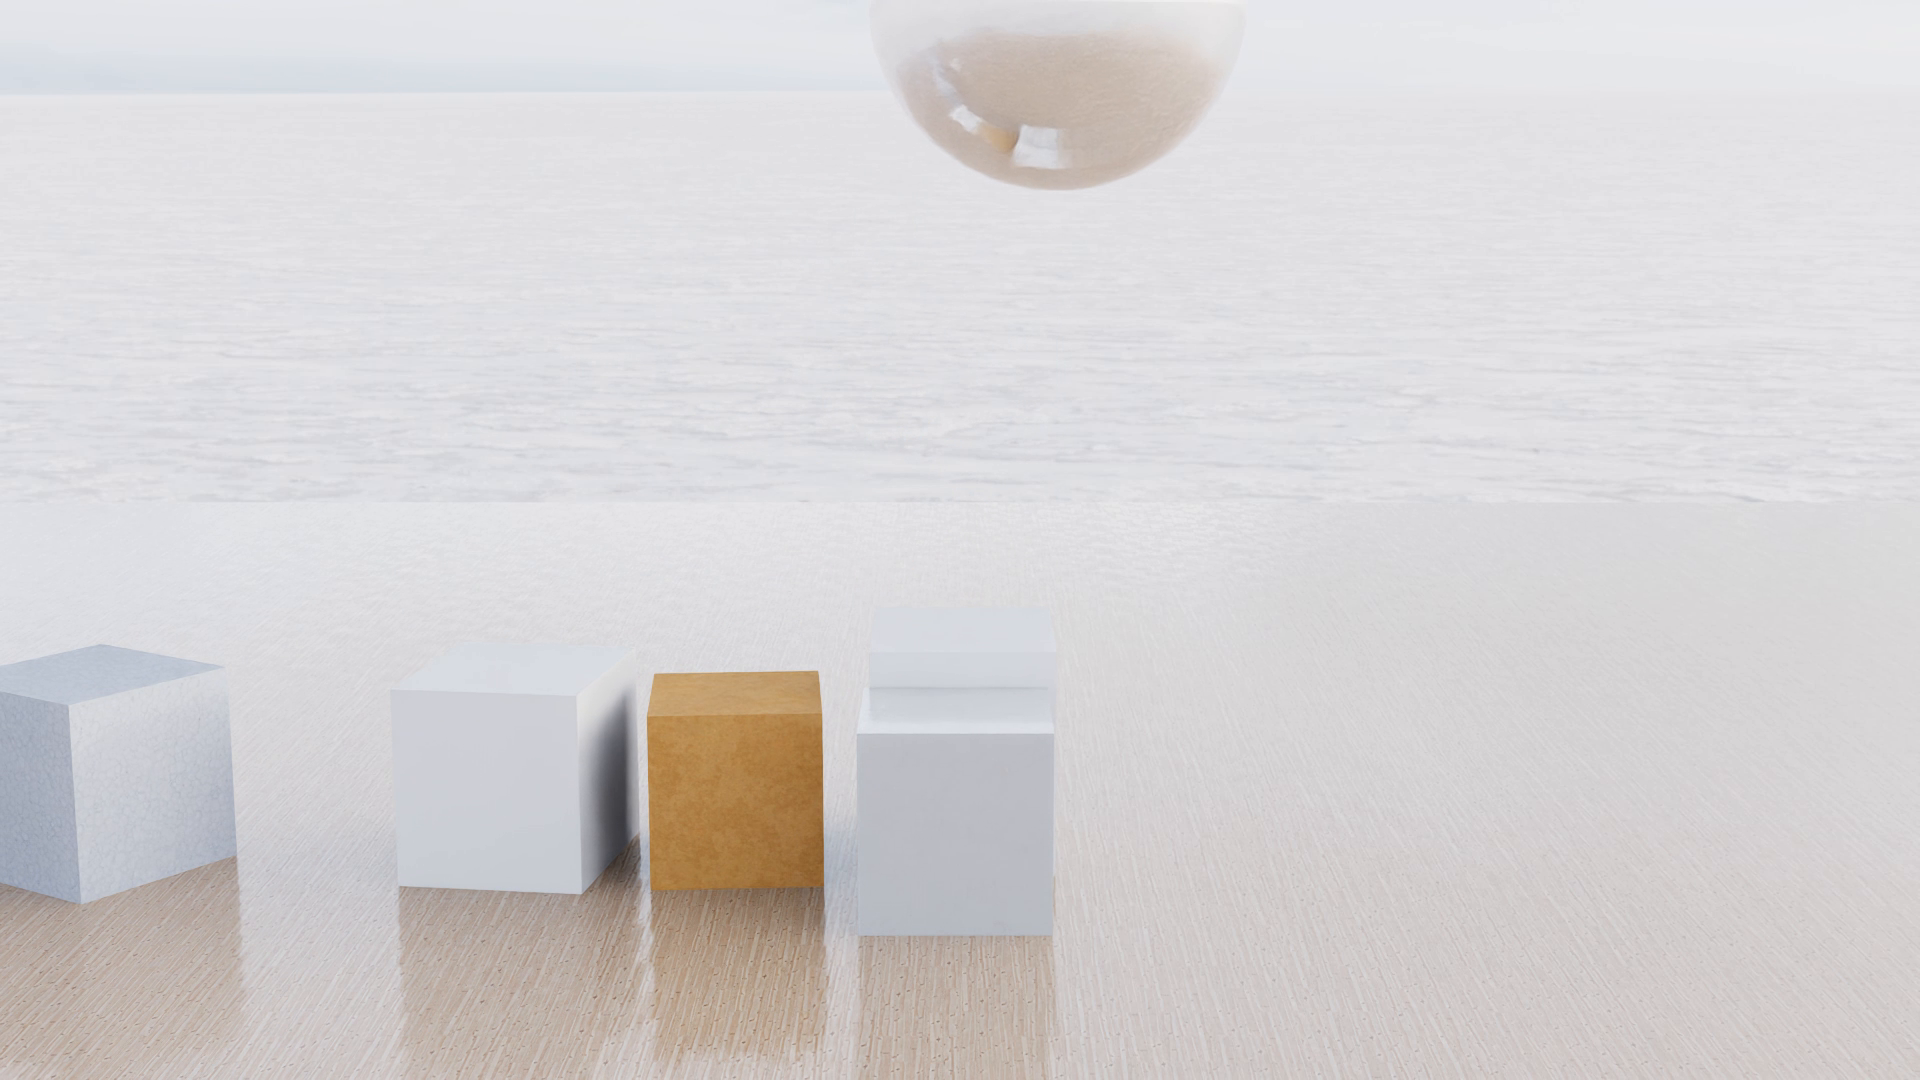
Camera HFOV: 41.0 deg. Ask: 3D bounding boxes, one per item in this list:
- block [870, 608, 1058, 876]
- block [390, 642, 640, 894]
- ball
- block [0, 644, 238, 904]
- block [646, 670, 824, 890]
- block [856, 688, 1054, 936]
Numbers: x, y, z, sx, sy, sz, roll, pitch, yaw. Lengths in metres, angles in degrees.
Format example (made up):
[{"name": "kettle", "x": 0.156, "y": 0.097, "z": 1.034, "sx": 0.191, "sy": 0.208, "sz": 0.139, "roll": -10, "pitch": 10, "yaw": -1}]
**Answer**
[{"name": "block", "x": 0.013, "y": 0.904, "z": 11.752, "sx": 0.820, "sy": 1.016, "sz": 0.951, "roll": 0, "pitch": 10, "yaw": 0}, {"name": "block", "x": -1.982, "y": 1.006, "z": 11.561, "sx": 0.830, "sy": 0.884, "sz": 0.953, "roll": 1, "pitch": 10, "yaw": 8}, {"name": "ball", "x": 0.409, "y": -2.268, "z": 10.768, "sx": 1.600, "sy": 1.600, "sz": 1.600, "roll": 0, "pitch": 10, "yaw": 0}, {"name": "block", "x": -3.888, "y": 1.023, "z": 11.489, "sx": 0.865, "sy": 0.877, "sz": 0.853, "roll": 7, "pitch": 12, "yaw": 33}, {"name": "block", "x": -1.001, "y": 1.066, "z": 11.525, "sx": 0.756, "sy": 0.780, "sz": 0.807, "roll": -1, "pitch": 10, "yaw": -4}, {"name": "block", "x": -0.018, "y": 1.139, "z": 10.899, "sx": 0.803, "sy": 0.860, "sz": 0.791, "roll": 0, "pitch": 10, "yaw": 0}]
